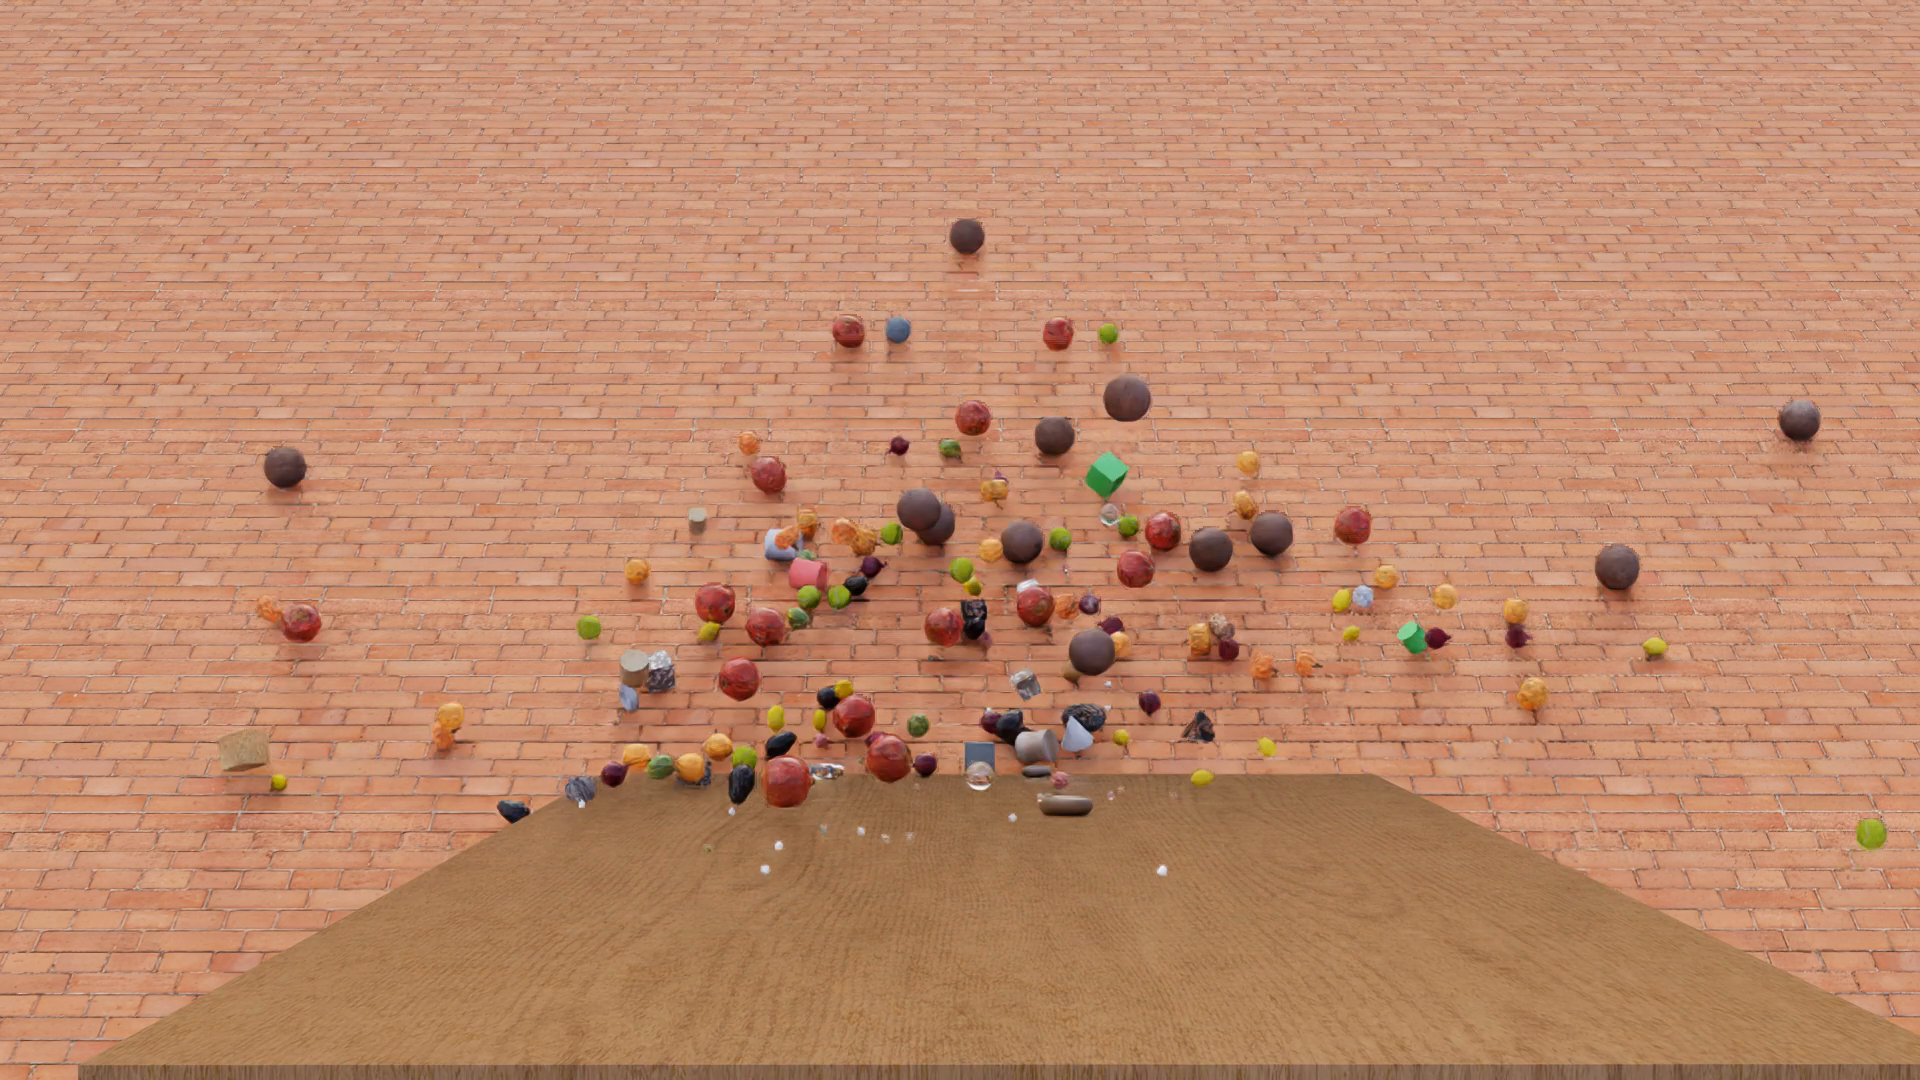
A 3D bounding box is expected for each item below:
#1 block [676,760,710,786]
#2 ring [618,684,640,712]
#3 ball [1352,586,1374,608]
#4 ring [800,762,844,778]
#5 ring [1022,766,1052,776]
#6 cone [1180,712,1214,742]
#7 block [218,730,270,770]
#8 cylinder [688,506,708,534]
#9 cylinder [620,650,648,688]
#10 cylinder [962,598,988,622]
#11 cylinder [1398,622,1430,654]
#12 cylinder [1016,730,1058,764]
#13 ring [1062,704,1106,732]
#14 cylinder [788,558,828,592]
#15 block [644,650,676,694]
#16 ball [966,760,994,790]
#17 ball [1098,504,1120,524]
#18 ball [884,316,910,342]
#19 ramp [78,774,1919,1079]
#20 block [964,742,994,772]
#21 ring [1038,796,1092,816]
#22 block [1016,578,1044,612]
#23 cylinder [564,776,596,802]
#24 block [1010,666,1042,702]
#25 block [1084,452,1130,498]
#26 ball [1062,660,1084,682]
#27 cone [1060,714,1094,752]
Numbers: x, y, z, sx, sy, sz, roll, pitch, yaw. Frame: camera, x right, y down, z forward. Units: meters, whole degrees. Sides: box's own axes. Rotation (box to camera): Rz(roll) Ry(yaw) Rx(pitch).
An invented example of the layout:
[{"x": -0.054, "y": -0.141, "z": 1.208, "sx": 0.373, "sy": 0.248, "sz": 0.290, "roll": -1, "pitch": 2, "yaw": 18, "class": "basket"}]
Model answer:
[{"x": -0.655, "y": 0.573, "z": 6.371, "sx": 0.058, "sy": 0.058, "sz": 0.058, "roll": -1, "pitch": -1, "yaw": 35, "class": "block"}, {"x": -0.905, "y": 0.431, "z": 7.084, "sx": 0.029, "sy": 0.086, "sz": 0.086, "roll": -21, "pitch": 38, "yaw": -31, "class": "ring"}, {"x": 1.171, "y": 0.164, "z": 7.529, "sx": 0.062, "sy": 0.062, "sz": 0.062, "roll": 0, "pitch": 32, "yaw": 0, "class": "ball"}, {"x": -0.351, "y": 0.586, "z": 6.584, "sx": 0.112, "sy": 0.037, "sz": 0.112, "roll": -3, "pitch": -3, "yaw": 0, "class": "ring"}, {"x": 0.198, "y": 0.593, "z": 6.655, "sx": 0.075, "sy": 0.025, "sz": 0.075, "roll": -1, "pitch": -1, "yaw": 0, "class": "ring"}, {"x": 0.603, "y": 0.499, "z": 6.741, "sx": 0.082, "sy": 0.082, "sz": 0.082, "roll": -24, "pitch": 19, "yaw": 32, "class": "cone"}, {"x": -1.885, "y": 0.555, "z": 6.822, "sx": 0.087, "sy": 0.087, "sz": 0.087, "roll": -18, "pitch": -13, "yaw": 26, "class": "block"}, {"x": -0.796, "y": -0.060, "z": 7.863, "sx": 0.059, "sy": 0.059, "sz": 0.059, "roll": 2, "pitch": 52, "yaw": -2, "class": "cylinder"}, {"x": -0.882, "y": 0.348, "z": 7.023, "sx": 0.074, "sy": 0.074, "sz": 0.074, "roll": 3, "pitch": 51, "yaw": -4, "class": "cylinder"}, {"x": 0.041, "y": 0.202, "z": 7.470, "sx": 0.060, "sy": 0.060, "sz": 0.060, "roll": -8, "pitch": 33, "yaw": -13, "class": "cylinder"}, {"x": 1.280, "y": 0.276, "z": 7.312, "sx": 0.065, "sy": 0.065, "sz": 0.065, "roll": -33, "pitch": 29, "yaw": 21, "class": "cylinder"}, {"x": 0.204, "y": 0.548, "z": 6.870, "sx": 0.084, "sy": 0.084, "sz": 0.084, "roll": -8, "pitch": 25, "yaw": 31, "class": "cylinder"}, {"x": 0.336, "y": 0.484, "z": 7.037, "sx": 0.122, "sy": 0.041, "sz": 0.122, "roll": -3, "pitch": 28, "yaw": 2, "class": "ring"}, {"x": -0.445, "y": 0.104, "z": 7.598, "sx": 0.089, "sy": 0.089, "sz": 0.089, "roll": 11, "pitch": 34, "yaw": 16, "class": "cylinder"}, {"x": -0.840, "y": 0.365, "z": 7.195, "sx": 0.076, "sy": 0.076, "sz": 0.076, "roll": -14, "pitch": 35, "yaw": -21, "class": "block"}, {"x": 0.048, "y": 0.565, "z": 6.221, "sx": 0.069, "sy": 0.069, "sz": 0.069, "roll": 0, "pitch": 32, "yaw": 0, "class": "ball"}, {"x": 0.452, "y": -0.078, "z": 7.834, "sx": 0.065, "sy": 0.065, "sz": 0.065, "roll": 0, "pitch": 32, "yaw": 0, "class": "ball"}, {"x": -0.215, "y": -0.723, "z": 8.911, "sx": 0.091, "sy": 0.091, "sz": 0.091, "roll": 0, "pitch": 32, "yaw": 0, "class": "ball"}, {"x": 0.072, "y": 0.629, "z": 4.725, "sx": 2.000, "sy": 0.100, "sz": 4.000, "roll": 0, "pitch": -1, "yaw": 0, "class": "ramp"}, {"x": 0.051, "y": 0.573, "z": 6.833, "sx": 0.076, "sy": 0.076, "sz": 0.076, "roll": 0, "pitch": -2, "yaw": -3, "class": "block"}, {"x": 0.227, "y": 0.572, "z": 5.581, "sx": 0.116, "sy": 0.039, "sz": 0.116, "roll": 1, "pitch": -2, "yaw": 0, "class": "ring"}, {"x": 0.203, "y": 0.159, "z": 7.523, "sx": 0.060, "sy": 0.060, "sz": 0.060, "roll": -20, "pitch": 34, "yaw": 0, "class": "block"}, {"x": -0.863, "y": 0.568, "z": 5.899, "sx": 0.054, "sy": 0.054, "sz": 0.054, "roll": 11, "pitch": 1, "yaw": 17, "class": "cylinder"}, {"x": 0.181, "y": 0.390, "z": 7.019, "sx": 0.058, "sy": 0.058, "sz": 0.058, "roll": -28, "pitch": 21, "yaw": -3, "class": "block"}, {"x": 0.454, "y": -0.201, "z": 8.030, "sx": 0.087, "sy": 0.087, "sz": 0.087, "roll": 39, "pitch": 52, "yaw": 14, "class": "block"}, {"x": 0.313, "y": 0.363, "z": 7.214, "sx": 0.060, "sy": 0.060, "sz": 0.060, "roll": 0, "pitch": 32, "yaw": 0, "class": "ball"}, {"x": 0.303, "y": 0.500, "z": 6.898, "sx": 0.090, "sy": 0.090, "sz": 0.090, "roll": -12, "pitch": 25, "yaw": 6, "class": "cone"}]
